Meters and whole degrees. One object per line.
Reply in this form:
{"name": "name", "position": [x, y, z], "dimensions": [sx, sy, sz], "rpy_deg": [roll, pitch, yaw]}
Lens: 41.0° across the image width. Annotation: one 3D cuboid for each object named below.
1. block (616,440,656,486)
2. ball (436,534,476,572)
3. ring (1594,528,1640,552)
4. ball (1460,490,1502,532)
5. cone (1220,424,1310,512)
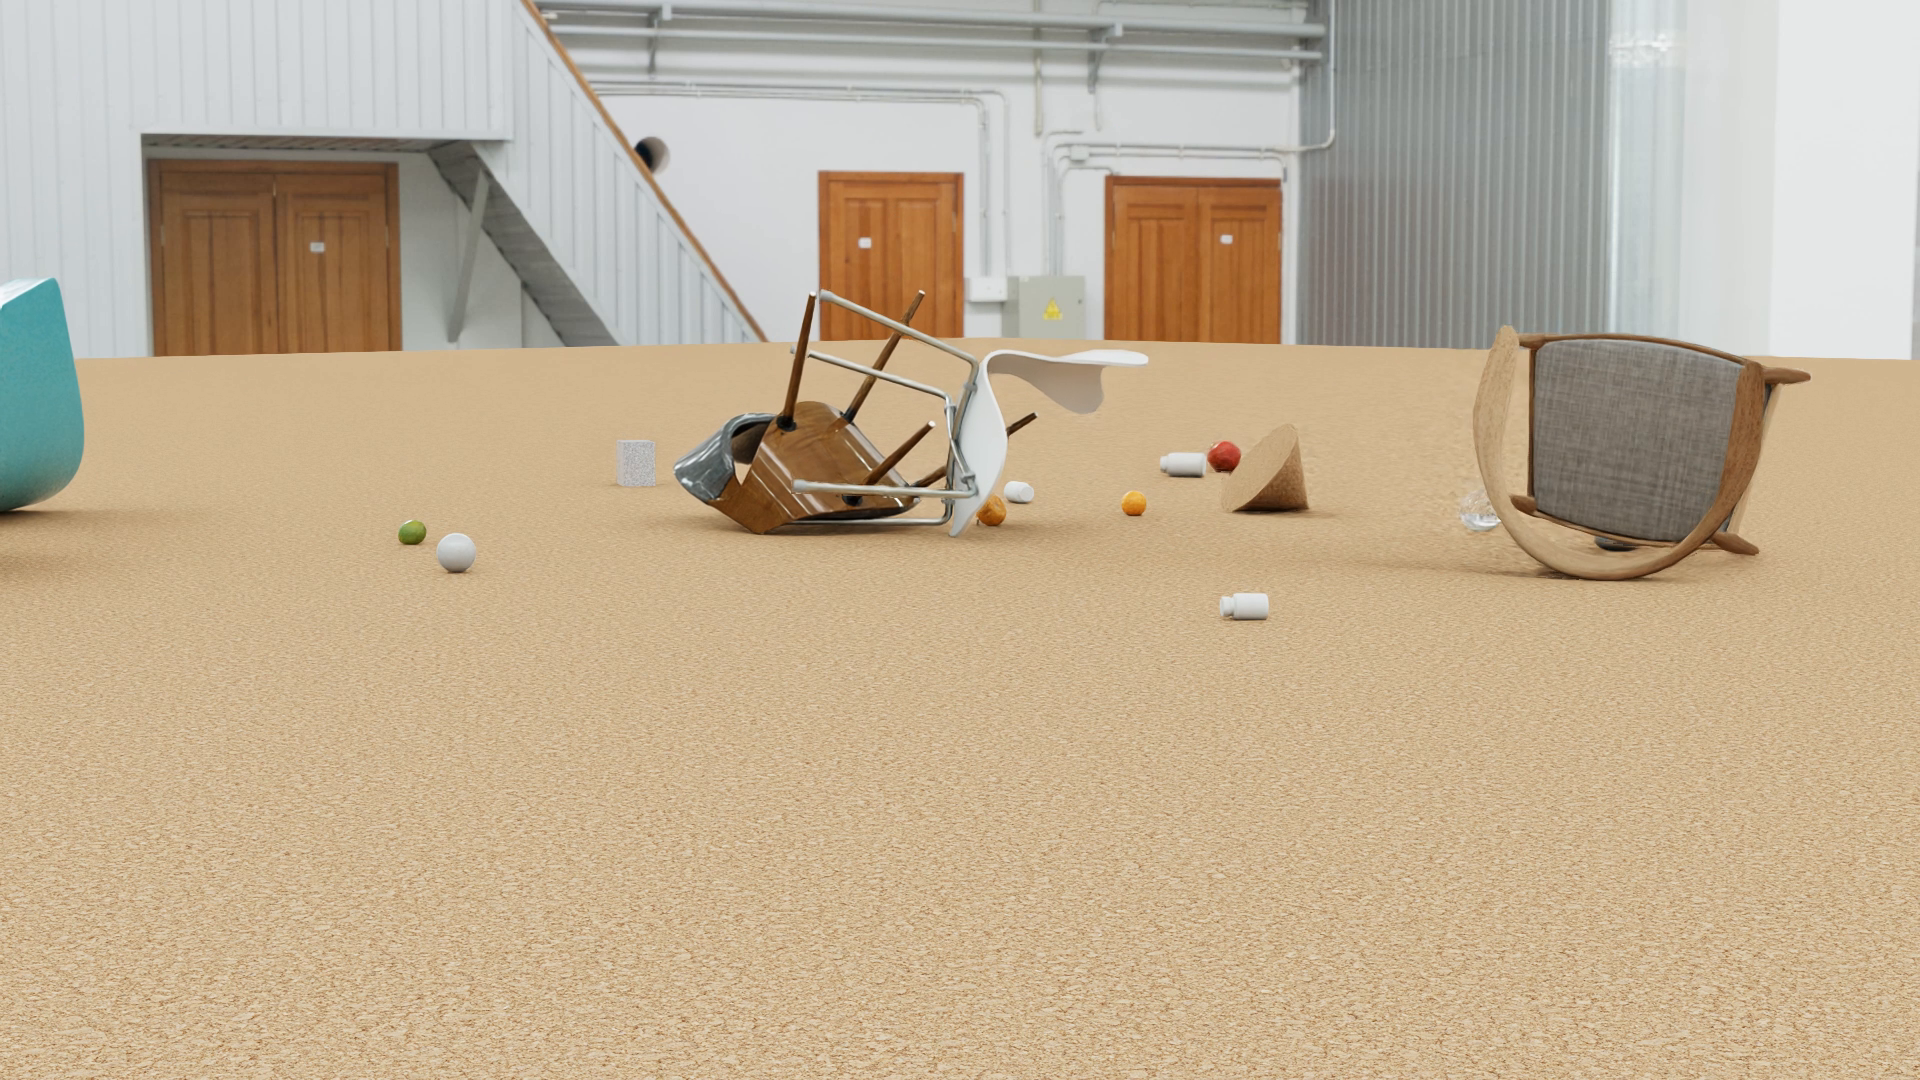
{"name": "block", "position": [-1.024, -0.243, 8.099], "dimensions": [0.099, 0.138, 0.126], "rpy_deg": [-2, 6, -18]}
{"name": "ball", "position": [-1.120, 0.028, 5.707], "dimensions": [0.088, 0.088, 0.088], "rpy_deg": [0, 6, 0]}
{"name": "ring", "position": [1.600, -0.002, 6.245], "dimensions": [0.108, 0.039, 0.264], "rpy_deg": [0, 6, 11]}
{"name": "ball", "position": [1.339, -0.073, 6.594], "dimensions": [0.109, 0.109, 0.109], "rpy_deg": [0, 6, 0]}
{"name": "cone", "position": [0.911, -0.144, 7.214], "dimensions": [0.196, 0.308, 0.325], "rpy_deg": [38, -15, -13]}
